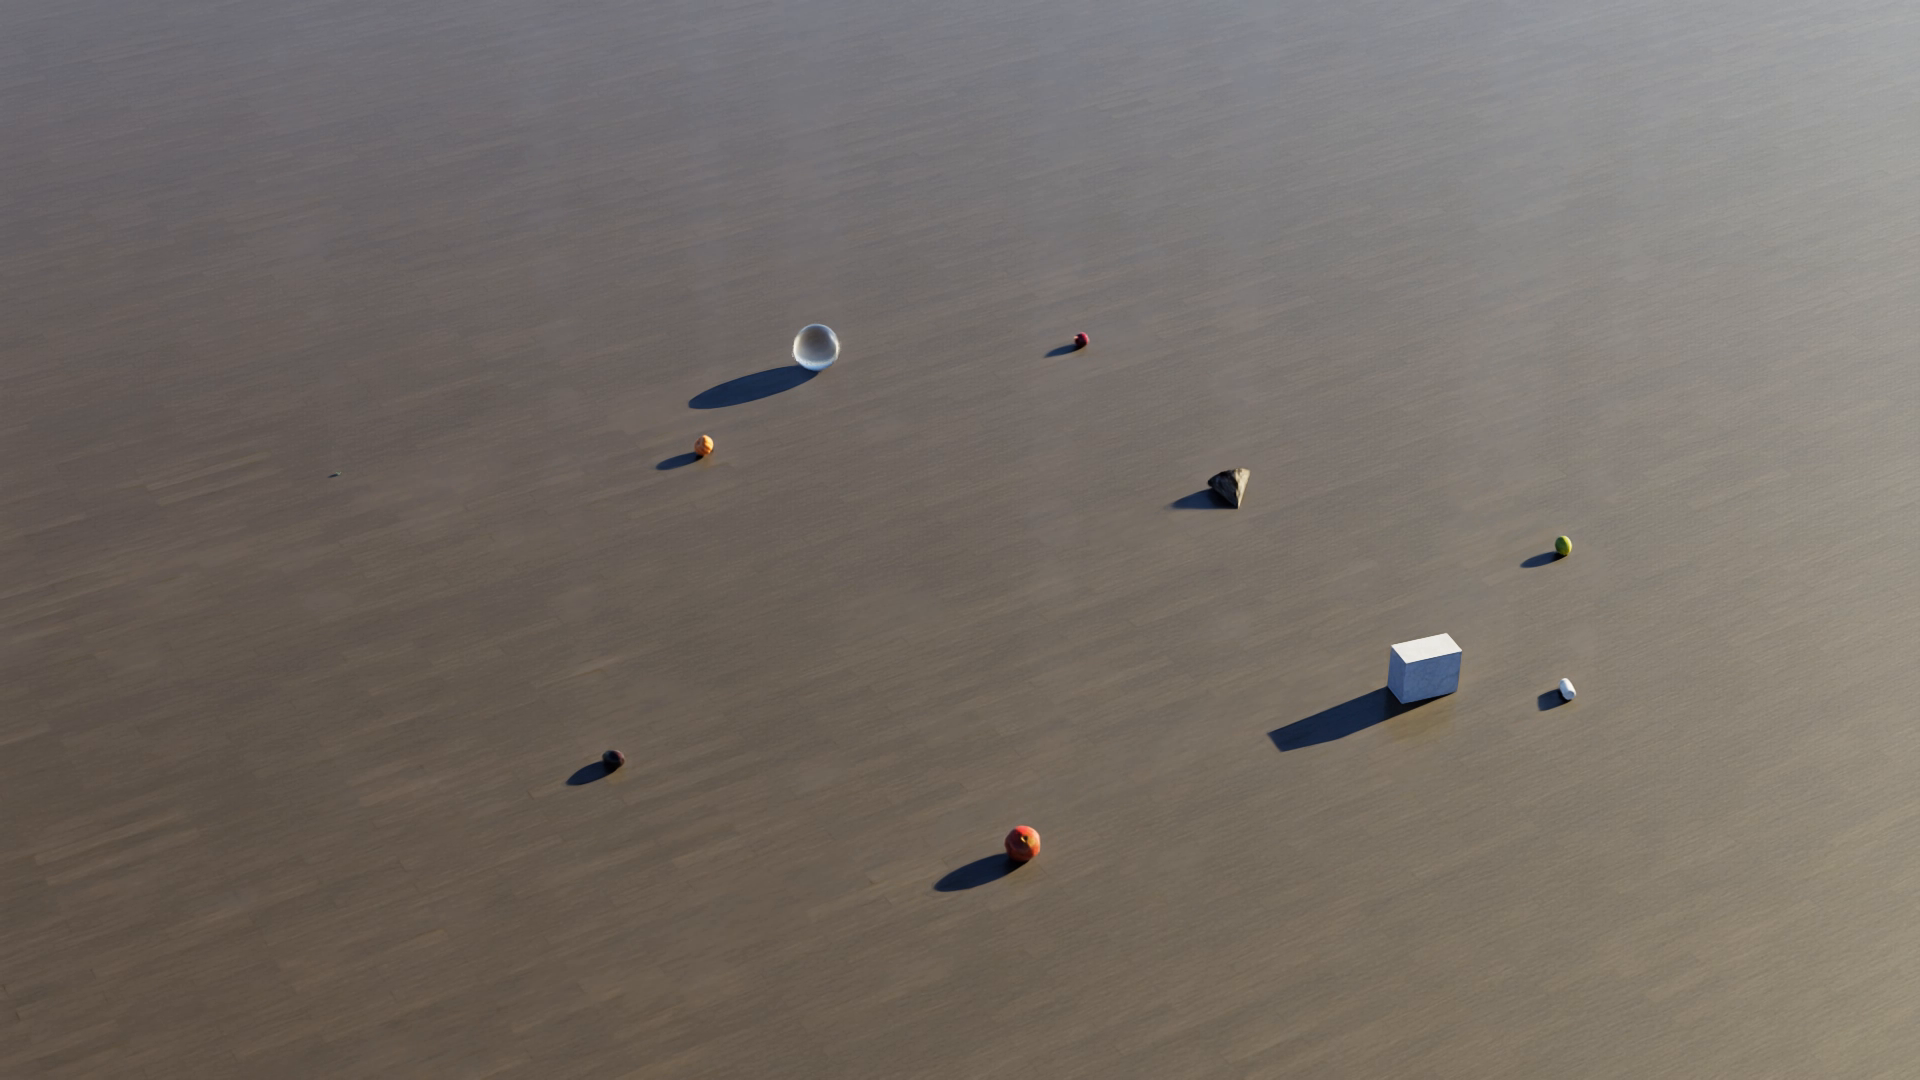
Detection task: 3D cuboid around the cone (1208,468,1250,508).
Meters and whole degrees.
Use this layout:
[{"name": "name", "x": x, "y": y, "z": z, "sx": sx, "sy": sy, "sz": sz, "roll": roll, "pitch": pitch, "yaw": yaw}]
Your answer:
[{"name": "cone", "x": 1.041, "y": -0.177, "z": 11.171, "sx": 0.167, "sy": 0.088, "sz": 0.163, "roll": -16, "pitch": 51, "yaw": 5}]

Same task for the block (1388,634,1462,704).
[{"name": "block", "x": 1.602, "y": 0.443, "z": 10.114, "sx": 0.213, "sy": 0.173, "sz": 0.112, "roll": -11, "pitch": 35, "yaw": -16}]

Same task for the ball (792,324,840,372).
[{"name": "ball", "x": -0.586, "y": -0.785, "z": 11.961, "sx": 0.193, "sy": 0.193, "sz": 0.193, "roll": 0, "pitch": 33, "yaw": 0}]
